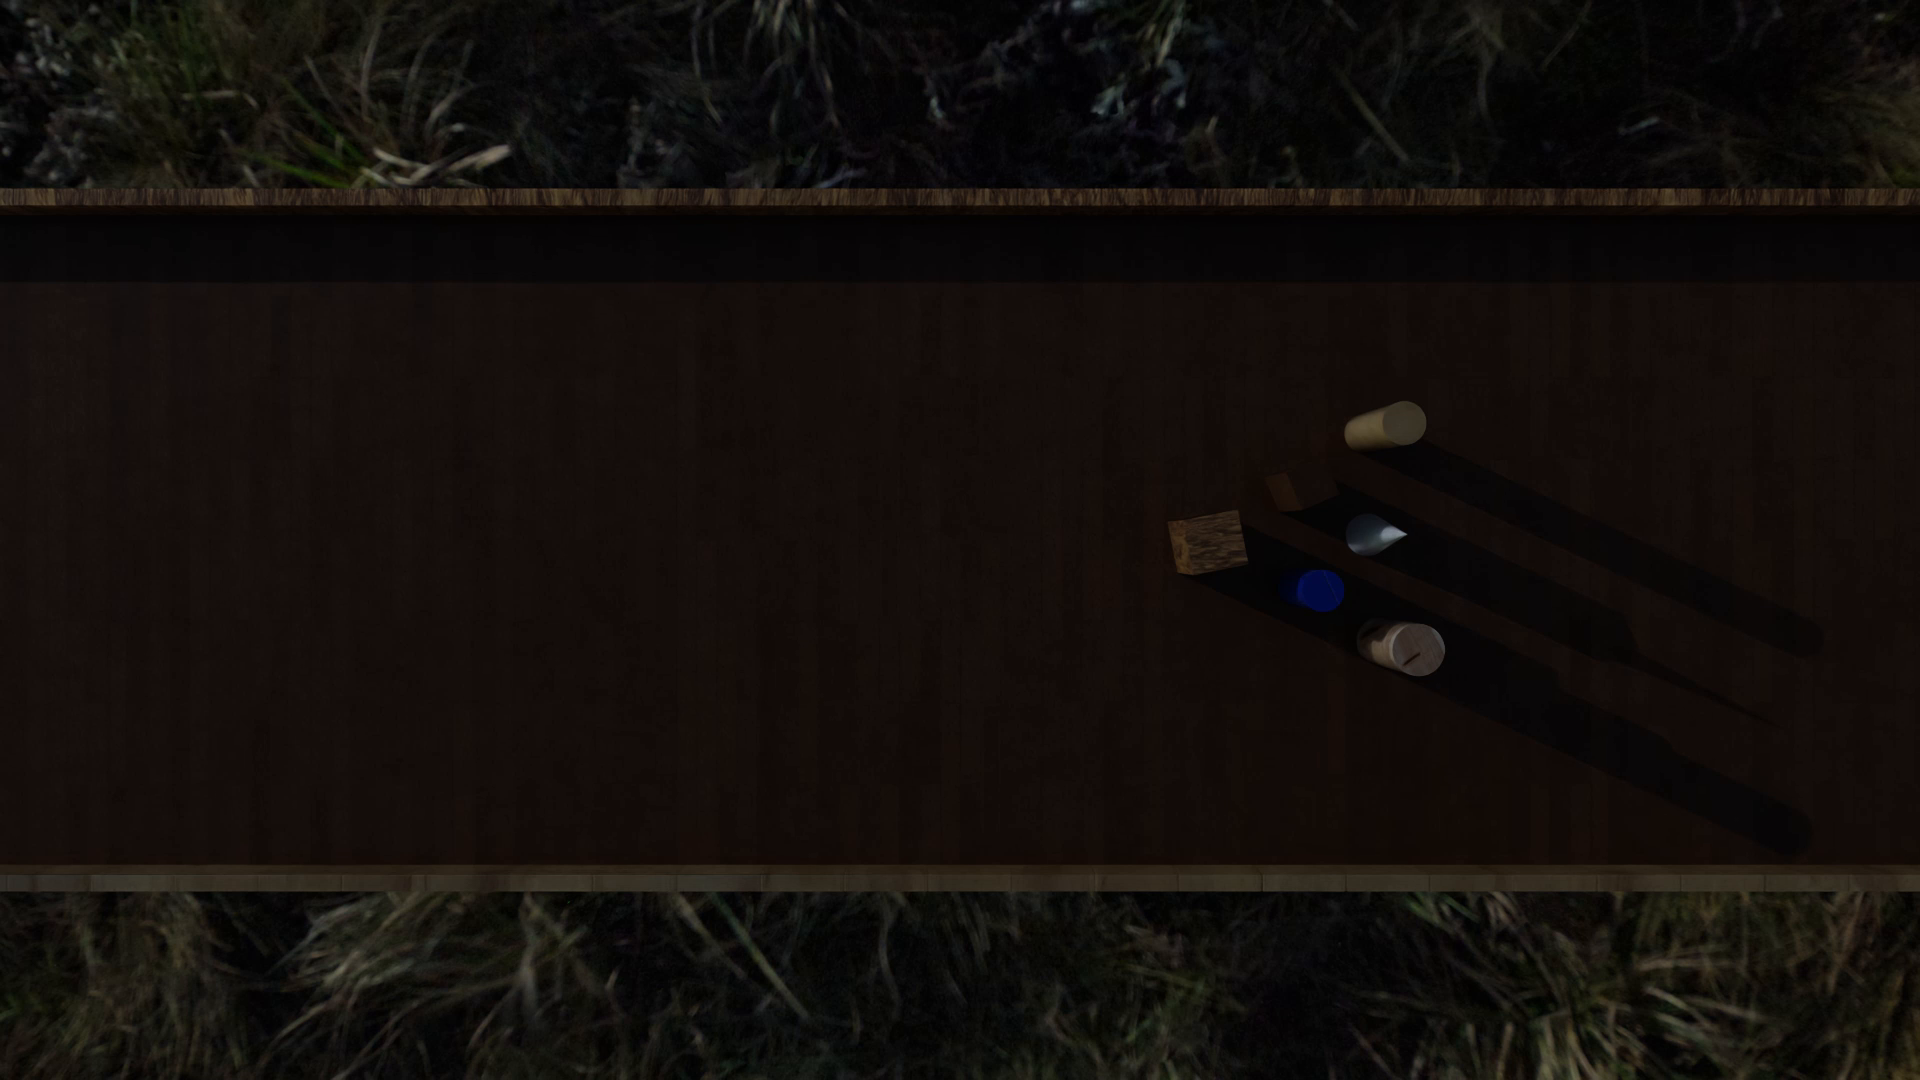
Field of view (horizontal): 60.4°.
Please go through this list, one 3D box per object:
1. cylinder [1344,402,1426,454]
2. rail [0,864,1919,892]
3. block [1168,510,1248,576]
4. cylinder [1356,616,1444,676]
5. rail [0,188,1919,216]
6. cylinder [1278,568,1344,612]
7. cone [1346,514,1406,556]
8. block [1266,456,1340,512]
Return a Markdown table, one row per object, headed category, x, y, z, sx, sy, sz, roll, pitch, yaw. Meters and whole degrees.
| category | x | y | z | sx | sy | sz | roll | pitch | yaw |
| --- | --- | --- | --- | --- | --- | --- | --- | --- | --- |
| cylinder | 1.244 | -0.327 | 4.847 | 0.124 | 0.459 | 0.124 | 0 | 90 | 0 |
| rail | -2.247 | 1.025 | 5.001 | 12.000 | 0.150 | 0.050 | 0 | 90 | 0 |
| block | 0.733 | 0.007 | 4.900 | 0.160 | 0.354 | 0.160 | -11 | 90 | 0 |
| cylinder | 1.293 | 0.310 | 4.863 | 0.148 | 0.427 | 0.148 | 0 | 90 | 0 |
| rail | -2.247 | -1.025 | 5.002 | 12.000 | 0.150 | 0.050 | 0 | 90 | 0 |
| cylinder | 1.037 | 0.145 | 4.890 | 0.121 | 0.373 | 0.121 | 0 | 90 | 0 |
| cone | 1.254 | -0.016 | 4.847 | 0.133 | 0.459 | 0.133 | 0 | 90 | 0 |
| block | 1.014 | -0.162 | 4.907 | 0.117 | 0.338 | 0.117 | -23 | 90 | 0 |
